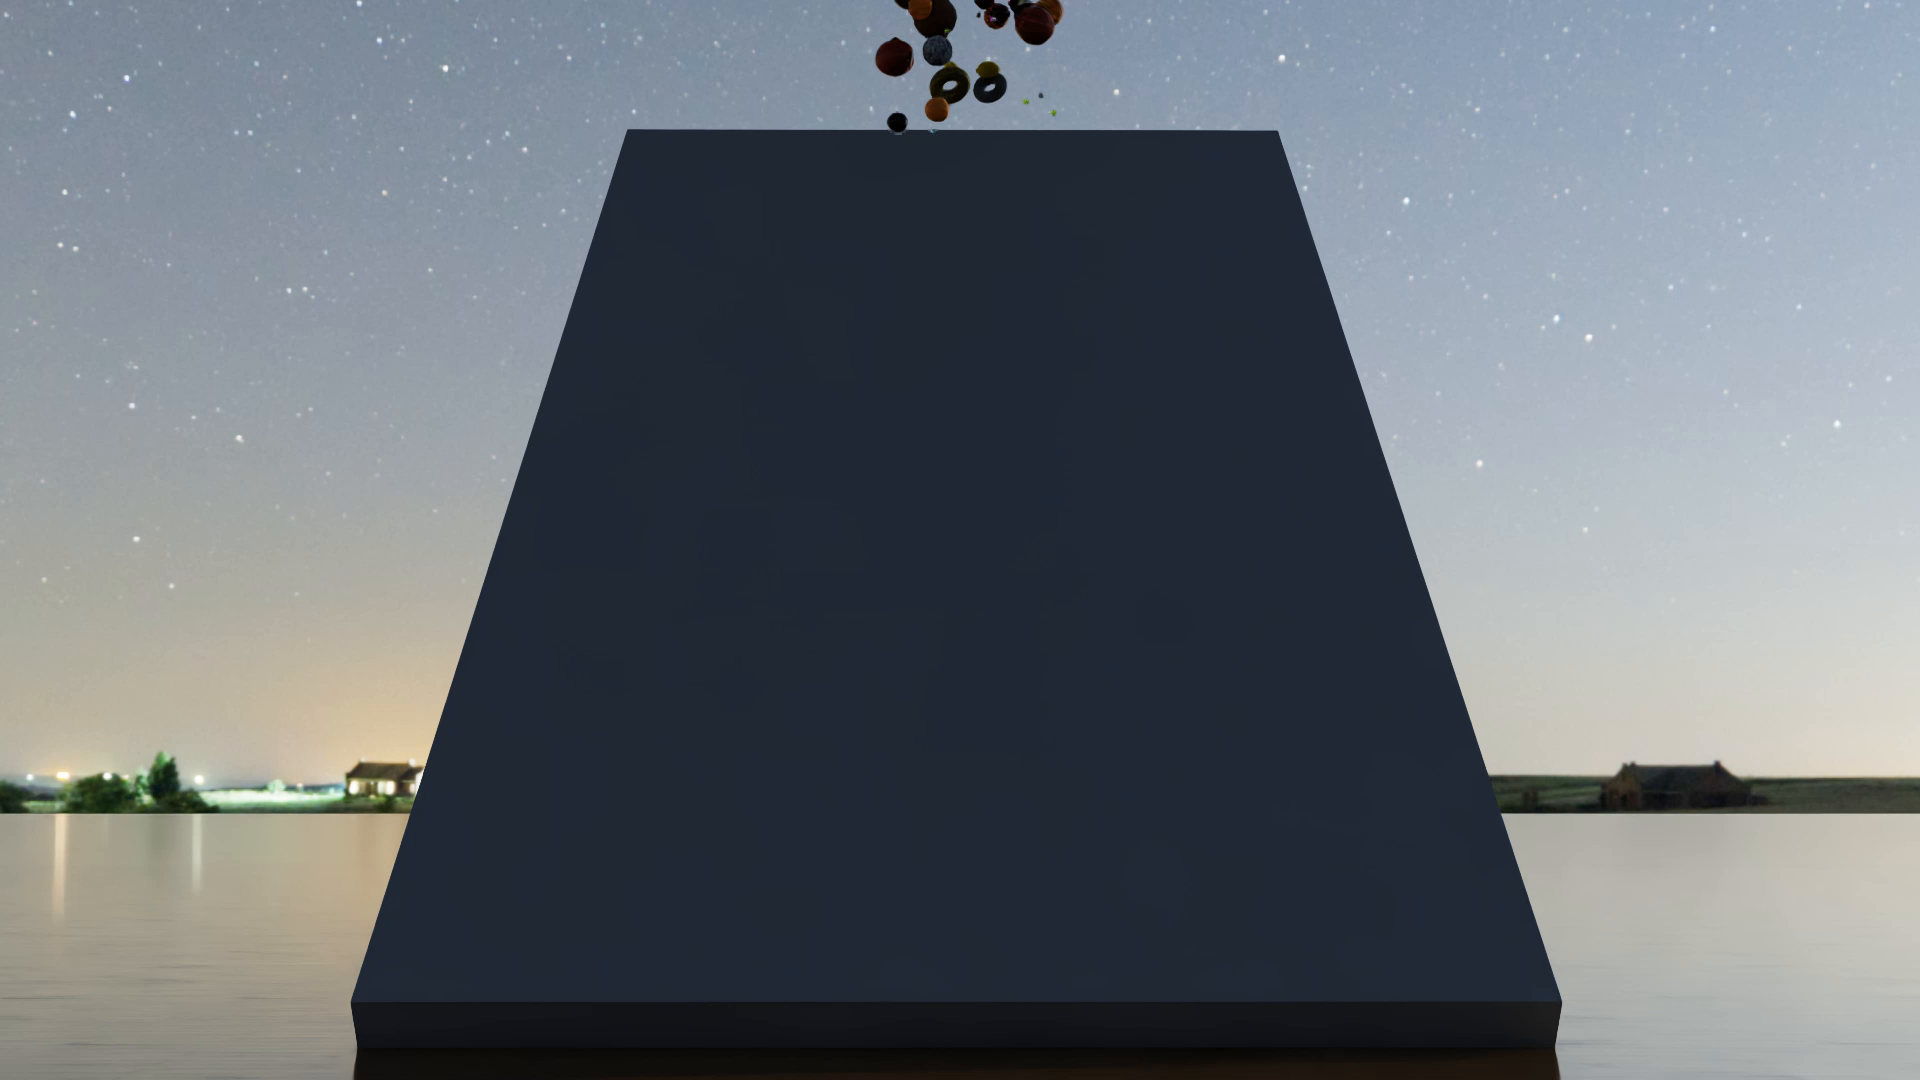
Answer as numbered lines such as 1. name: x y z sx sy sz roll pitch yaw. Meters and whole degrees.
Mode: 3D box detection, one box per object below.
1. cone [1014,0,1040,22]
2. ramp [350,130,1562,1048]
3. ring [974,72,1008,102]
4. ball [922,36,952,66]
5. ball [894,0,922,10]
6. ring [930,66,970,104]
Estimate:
1. cone: 0.190 -1.591 7.177 0.078 0.078 0.078 -9 -32 -6
2. ramp: -0.013 -0.206 5.745 2.000 0.100 4.000 0 30 0
3. ring: 0.093 -1.391 7.444 0.109 0.109 0.036 -2 -29 20
4. ball: -0.065 -1.410 6.984 0.088 0.088 0.088 0 -6 0
5. ball: -0.156 -1.647 7.302 0.096 0.096 0.096 0 -6 0
6. ring: -0.031 -1.375 7.326 0.128 0.043 0.128 -11 -43 -10
